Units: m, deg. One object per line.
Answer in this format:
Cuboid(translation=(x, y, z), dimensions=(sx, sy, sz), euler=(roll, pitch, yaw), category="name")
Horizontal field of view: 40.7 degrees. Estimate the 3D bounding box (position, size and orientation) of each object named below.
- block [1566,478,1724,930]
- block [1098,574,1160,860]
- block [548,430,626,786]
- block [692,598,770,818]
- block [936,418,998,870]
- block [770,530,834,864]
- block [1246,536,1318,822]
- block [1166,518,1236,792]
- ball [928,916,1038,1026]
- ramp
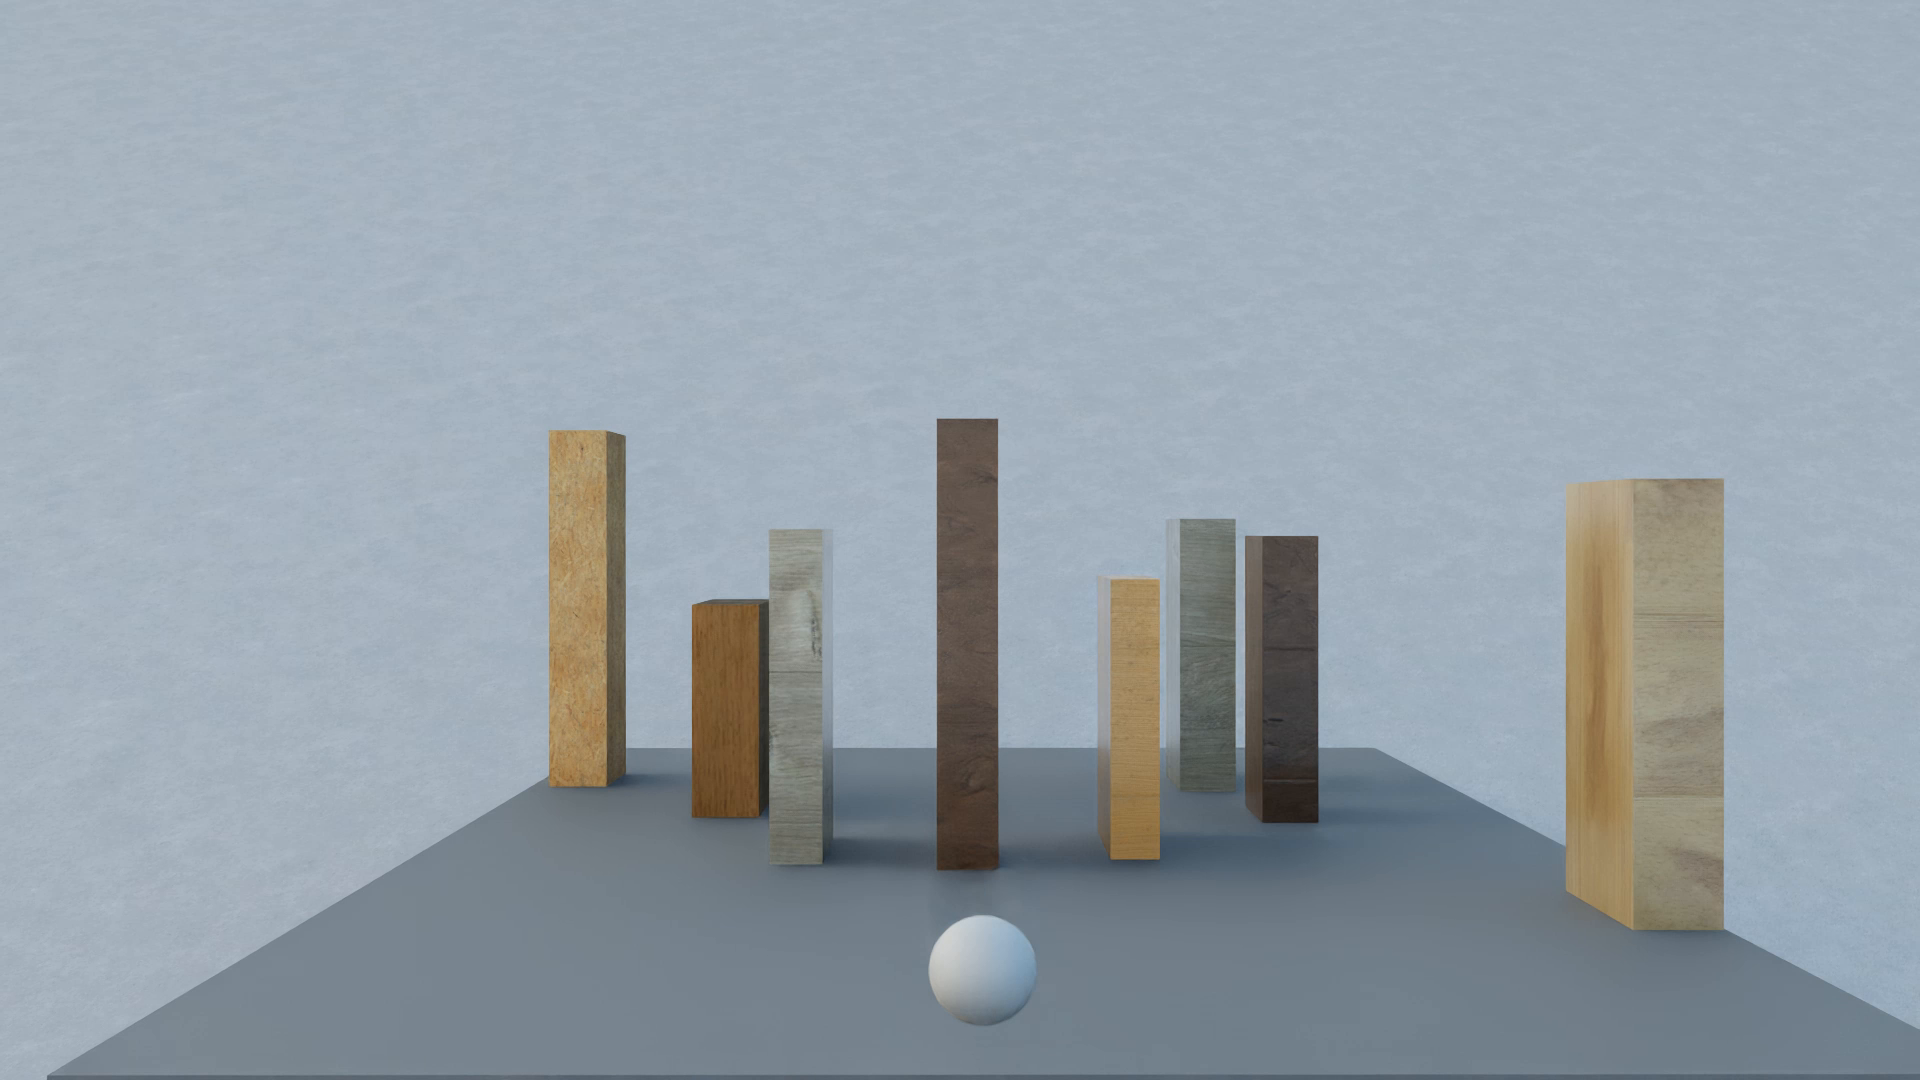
Cuboid(translation=(0.999, 0.228, 3.796), dimensions=(0.126, 0.628, 0.400), euler=(0, 0, 0), category="block")
Cuboid(translation=(0.296, 0.303, 4.581), dimensions=(0.083, 0.475, 0.407), euler=(0, 0, 0), category="block")
Cuboid(translation=(-0.832, 0.149, 5.794), dimensions=(0.125, 0.776, 0.327), euler=(0, 0, 0), category="block")
Cuboid(translation=(-0.456, 0.332, 5.247), dimensions=(0.130, 0.413, 0.444), euler=(0, 0, 0), category="block")
Cuboid(translation=(0.012, 0.170, 4.396), dimensions=(0.101, 0.741, 0.305), euler=(0, 0, 0), category="block")
Cuboid(translation=(-0.274, 0.261, 4.499), dimensions=(0.089, 0.559, 0.371), euler=(0, 0, 0), category="block")
Cuboid(translation=(0.629, 0.265, 5.074), dimensions=(0.107, 0.547, 0.294), euler=(0, 0, 0), category="block")
Cuboid(translation=(0.529, 0.245, 5.708), dimensions=(0.119, 0.582, 0.380), euler=(0, 0, 0), category="block")
Cuboid(translation=(0.023, 0.437, 2.626), dimensions=(0.111, 0.111, 0.111), euler=(0, 29, 0), category="ball")
Cuboid(translation=(0.066, 0.590, 4.642), dimensions=(2.000, 0.100, 4.000), euler=(0, 0, 0), category="ramp")
